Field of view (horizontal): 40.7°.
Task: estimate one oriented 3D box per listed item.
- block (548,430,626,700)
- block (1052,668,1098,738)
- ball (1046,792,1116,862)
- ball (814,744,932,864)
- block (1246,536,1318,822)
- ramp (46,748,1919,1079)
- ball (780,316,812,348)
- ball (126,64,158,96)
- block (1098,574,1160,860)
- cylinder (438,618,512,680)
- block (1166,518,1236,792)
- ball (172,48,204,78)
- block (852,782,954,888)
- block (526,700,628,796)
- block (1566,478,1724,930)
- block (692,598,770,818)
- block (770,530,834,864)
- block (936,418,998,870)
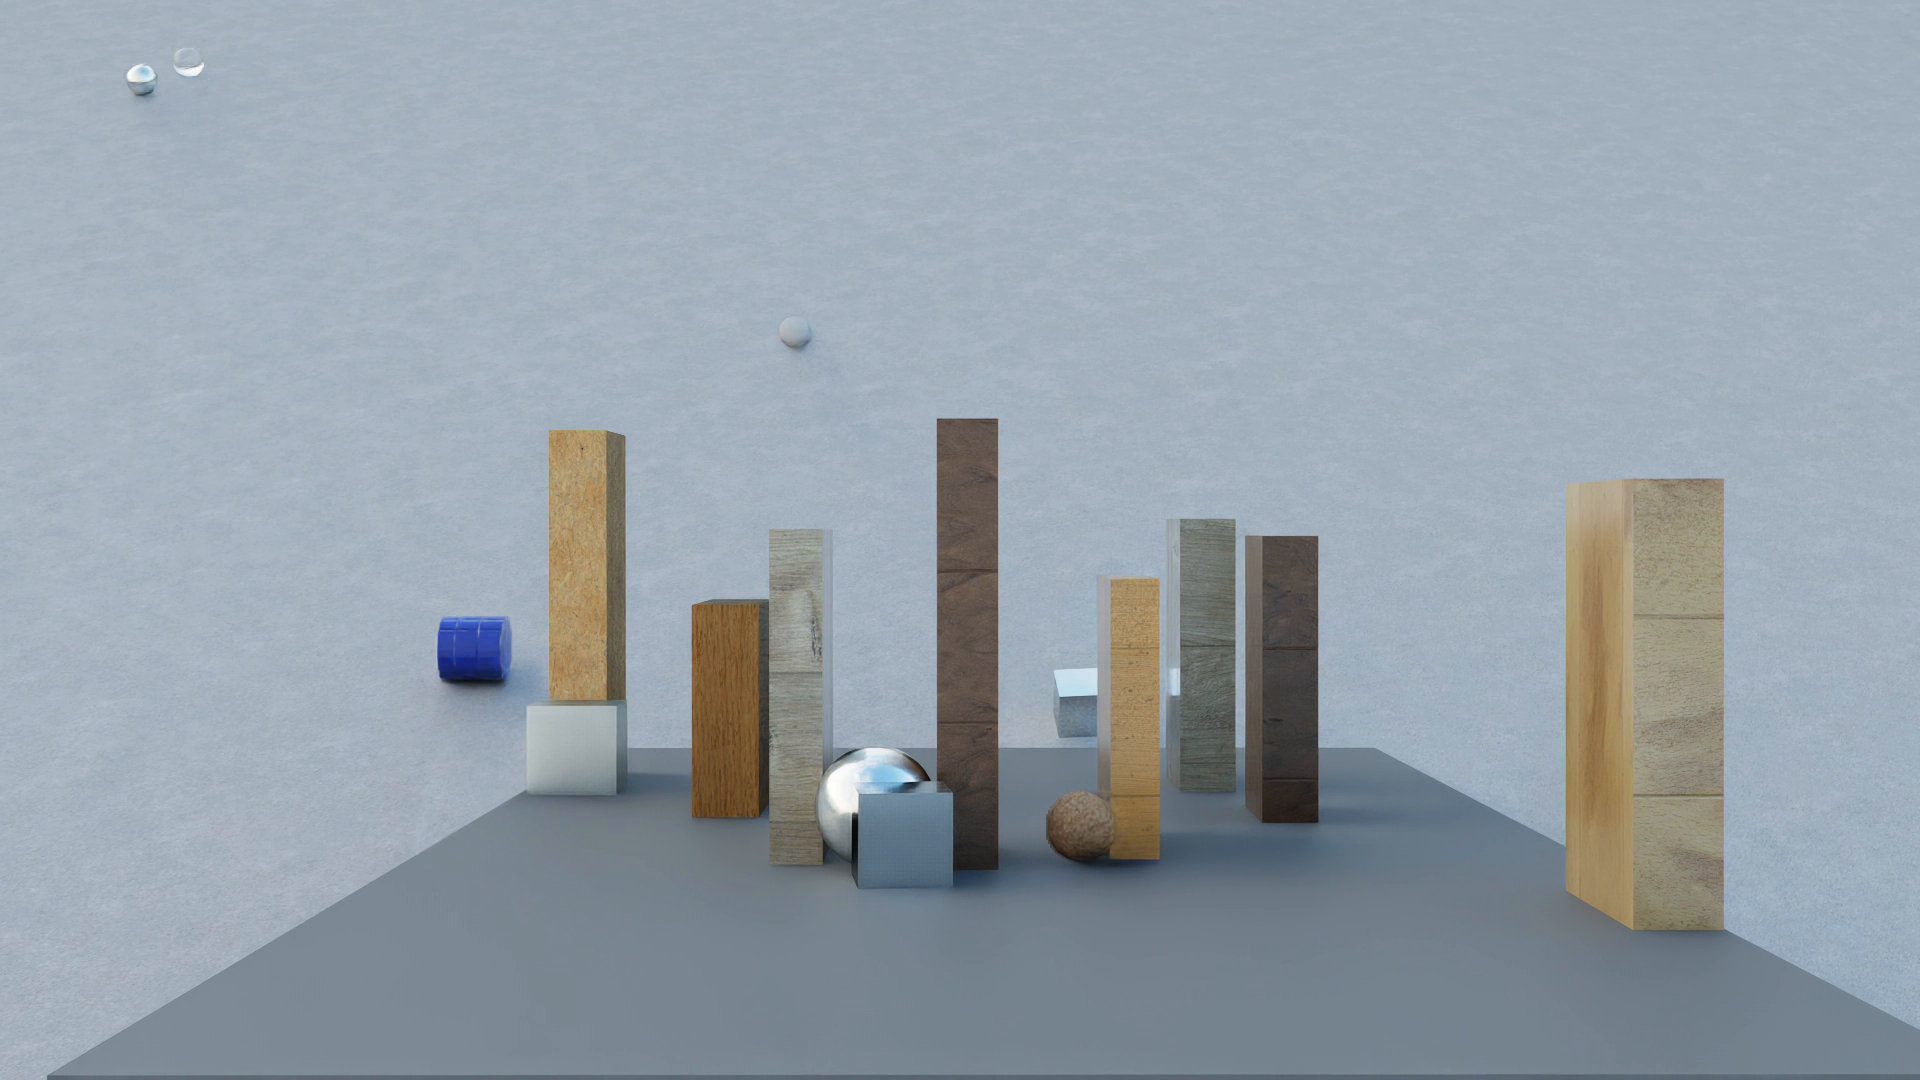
[{"bbox_3d":[-0.832,0.149,5.794,0.125,0.776,0.327,0,0,0],"label":"block"},{"bbox_3d":[0.320,0.432,6.866,0.130,0.130,0.130,-2,30,-4],"label":"block"},{"bbox_3d":[0.205,0.482,4.348,0.117,0.117,0.117,0,29,0],"label":"ball"},{"bbox_3d":[-0.139,0.440,4.267,0.203,0.203,0.203,0,29,0],"label":"ball"},{"bbox_3d":[0.629,0.265,5.074,0.107,0.547,0.294,0,0,0],"label":"block"},{"bbox_3d":[0.066,0.590,4.642,2.000,0.100,4.000,0,0,0],"label":"ramp"},{"bbox_3d":[-0.568,-0.717,8.923,0.111,0.111,0.111,0,29,0],"label":"ball"},{"bbox_3d":[-3.522,-1.979,11.135,0.134,0.134,0.134,0,29,0],"label":"ball"},{"bbox_3d":[0.296,0.303,4.581,0.083,0.475,0.407,0,0,0],"label":"block"},{"bbox_3d":[-1.325,0.298,7.063,0.170,0.170,0.170,0,29,0],"label":"cylinder"},{"bbox_3d":[0.529,0.245,5.708,0.119,0.582,0.380,0,0,0],"label":"block"},{"bbox_3d":[-3.387,-2.096,11.348,0.129,0.129,0.129,0,29,0],"label":"ball"},{"bbox_3d":[-0.093,0.466,4.096,0.148,0.148,0.148,0,2,-6],"label":"block"},{"bbox_3d":[-0.818,0.443,5.537,0.189,0.189,0.189,0,0,0],"label":"block"},{"bbox_3d":[0.999,0.228,3.796,0.126,0.628,0.400,0,0,0],"label":"block"},{"bbox_3d":[-0.456,0.332,5.247,0.130,0.413,0.444,0,0,0],"label":"block"},{"bbox_3d":[-0.274,0.261,4.499,0.089,0.559,0.371,0,0,0],"label":"block"},{"bbox_3d":[0.012,0.170,4.396,0.101,0.741,0.305,0,0,0],"label":"block"}]
